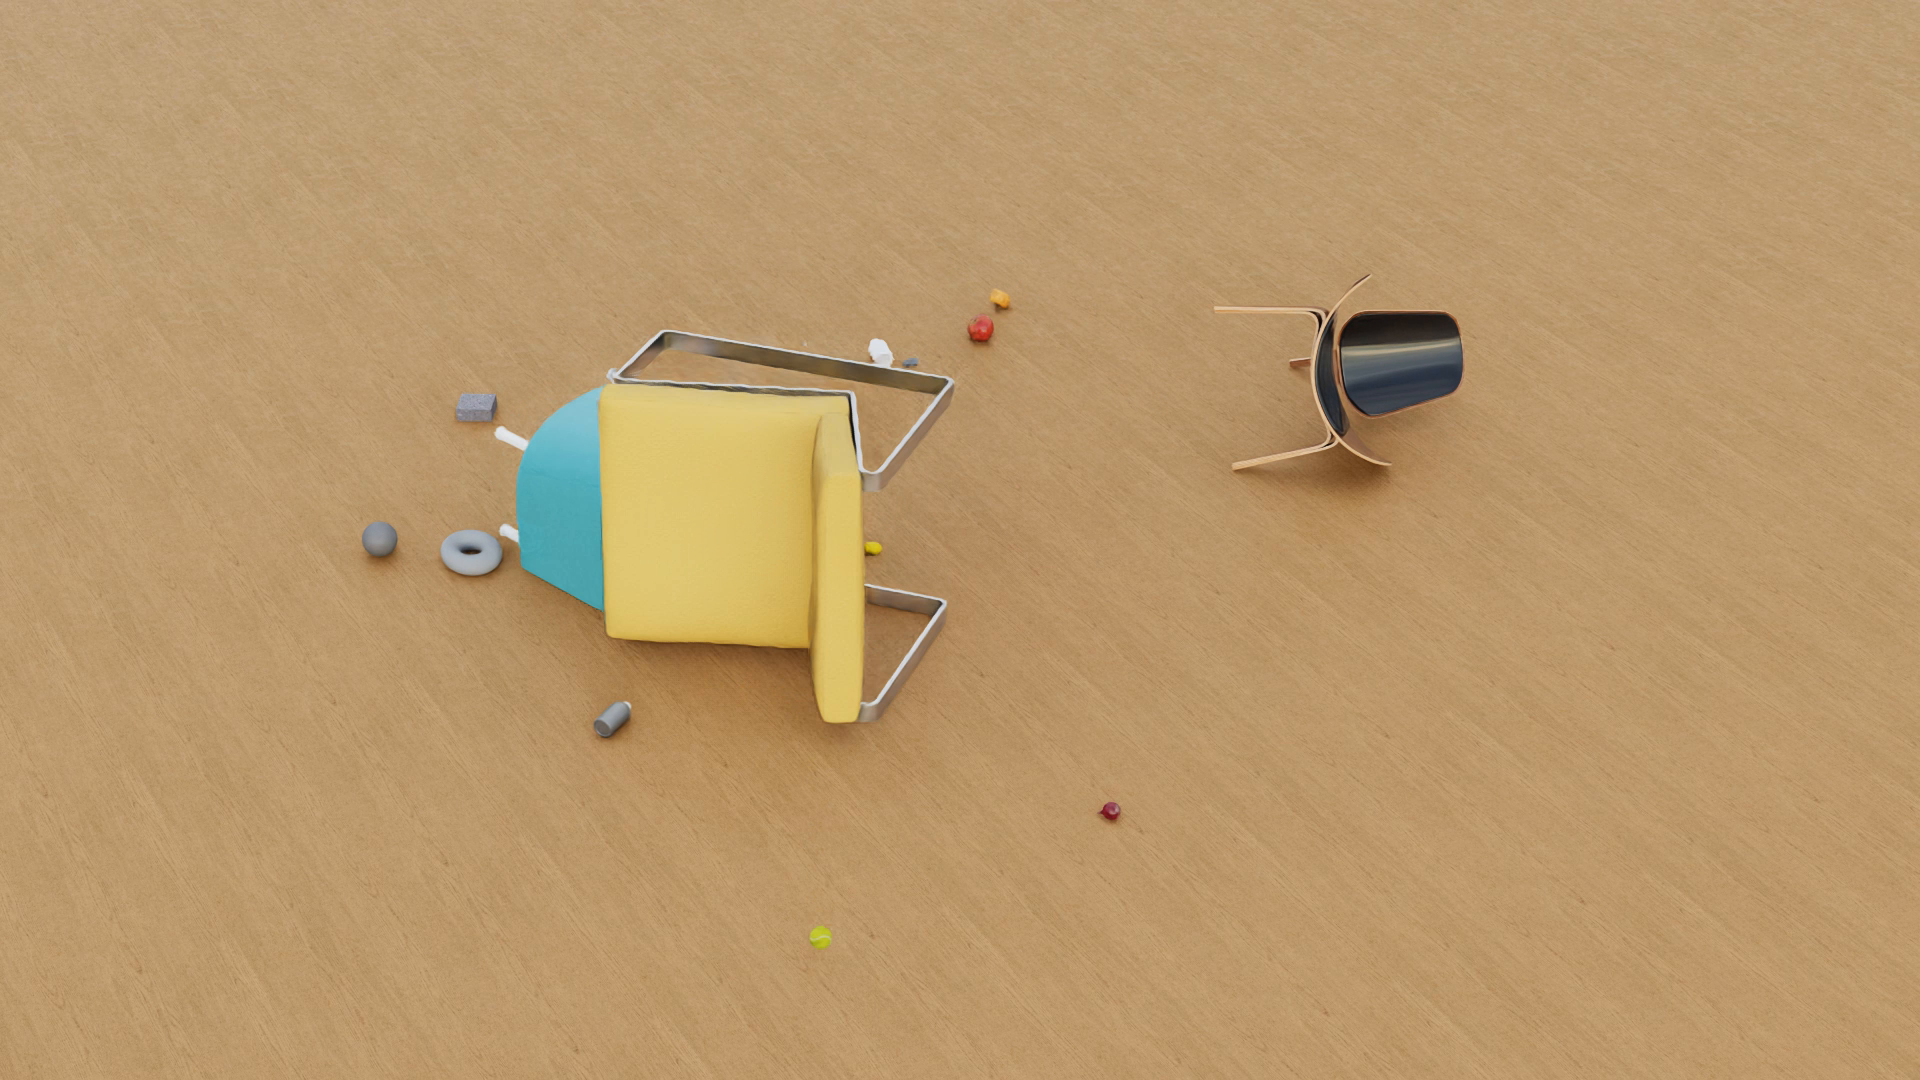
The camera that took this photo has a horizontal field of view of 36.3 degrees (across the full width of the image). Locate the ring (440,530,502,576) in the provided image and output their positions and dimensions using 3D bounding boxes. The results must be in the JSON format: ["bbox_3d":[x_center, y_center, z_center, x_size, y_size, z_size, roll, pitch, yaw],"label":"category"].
[{"bbox_3d":[-1.802,0.046,10.811,0.217,0.072,0.271,-20,38,-26],"label":"ring"}]

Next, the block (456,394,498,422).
[{"bbox_3d":[-1.928,-0.529,11.697,0.140,0.054,0.123,1,33,2],"label":"block"}]

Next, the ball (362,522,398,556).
[{"bbox_3d":[-2.143,-0.003,10.831,0.131,0.131,0.131,0,33,0],"label":"ball"}]

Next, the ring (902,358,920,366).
[{"bbox_3d":[-0.202,-0.728,12.035,0.078,0.016,0.046,-20,37,-28],"label":"ring"}]
